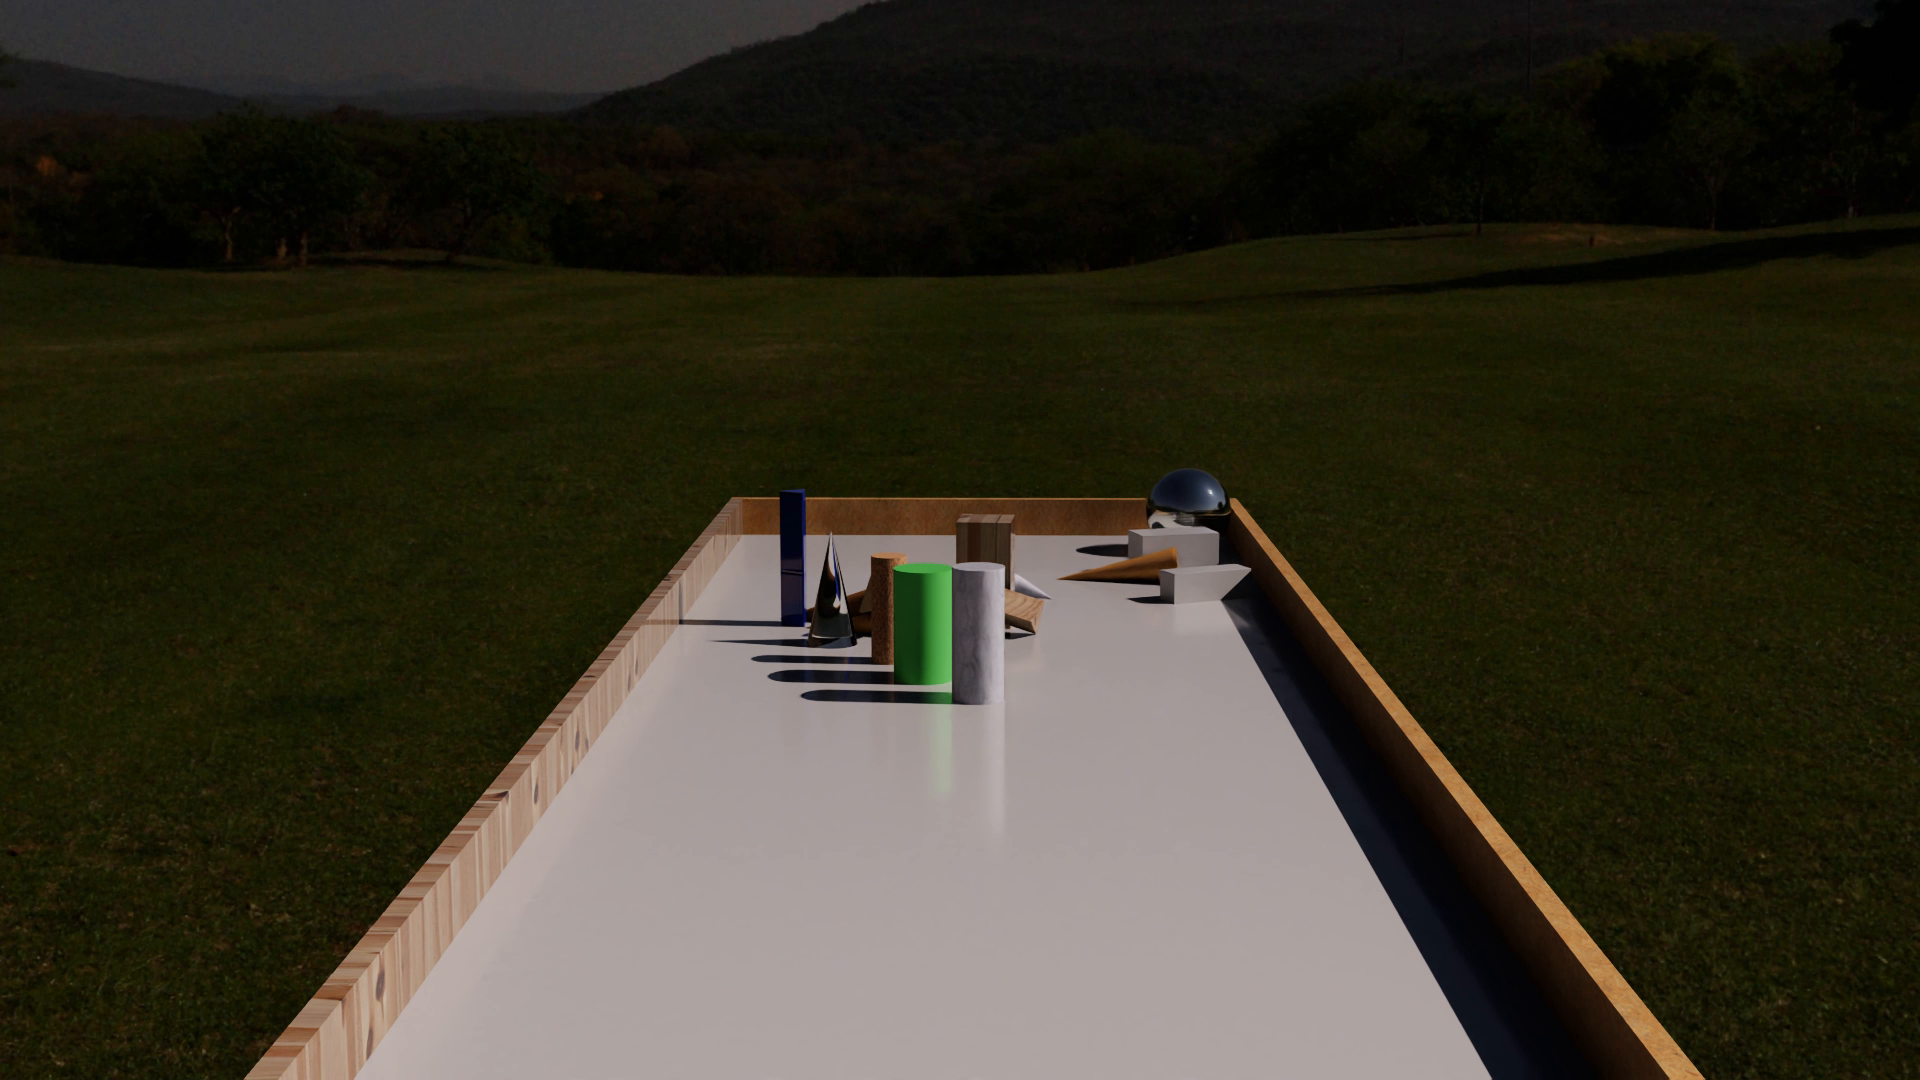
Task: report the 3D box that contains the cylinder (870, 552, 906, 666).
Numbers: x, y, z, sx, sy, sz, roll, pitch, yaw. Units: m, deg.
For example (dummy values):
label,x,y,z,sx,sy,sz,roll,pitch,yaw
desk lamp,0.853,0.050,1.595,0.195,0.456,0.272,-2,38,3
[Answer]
label,x,y,z,sx,sy,sz,roll,pitch,yaw
cylinder,-0.214,0.208,6.658,0.108,0.326,0.108,0,9,0

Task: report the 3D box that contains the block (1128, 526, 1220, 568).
label,x,y,z,sx,sy,sz,roll,pitch,yaw
block,0.798,0.045,8.227,0.302,0.156,0.156,-2,9,-15

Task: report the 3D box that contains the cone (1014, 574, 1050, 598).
label,x,y,z,sx,sy,sz,roll,pitch,yaw
cone,0.177,0.155,7.755,0.324,0.176,0.176,19,15,17

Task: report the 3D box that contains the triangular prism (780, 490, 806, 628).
label,x,y,z,sx,sy,sz,roll,pitch,yaw
triangular prism,-0.530,0.057,7.228,0.091,0.445,0.079,5,11,31

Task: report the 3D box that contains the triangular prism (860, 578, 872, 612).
label,x,y,z,sx,sy,sz,roll,pitch,yaw
triangular prism,-0.231,0.174,7.205,0.126,0.109,0.417,-12,-5,10

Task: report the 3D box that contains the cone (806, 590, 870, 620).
label,x,y,z,sx,sy,sz,roll,pitch,yaw
cone,-0.450,0.241,7.301,0.328,0.118,0.118,-8,6,17

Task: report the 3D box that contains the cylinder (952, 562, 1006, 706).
label,x,y,z,sx,sy,sz,roll,pitch,yaw
cylinder,0.051,0.261,6.157,0.149,0.378,0.149,0,9,0

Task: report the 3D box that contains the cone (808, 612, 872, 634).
label,x,y,z,sx,sy,sz,roll,pitch,yaw
cone,-0.320,0.272,7.115,0.417,0.113,0.113,-5,7,23

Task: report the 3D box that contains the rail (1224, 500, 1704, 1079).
label,x,y,z,sx,sy,sz,roll,pitch,yaw
rail,1.046,0.843,3.208,0.050,0.150,12.000,0,9,1

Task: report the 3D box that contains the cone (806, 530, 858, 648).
label,x,y,z,sx,sy,sz,roll,pitch,yaw
cone,-0.404,0.148,6.918,0.161,0.362,0.161,0,9,0

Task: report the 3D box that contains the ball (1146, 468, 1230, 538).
label,x,y,z,sx,sy,sz,roll,pitch,yaw
ball,0.902,-0.118,8.686,0.334,0.334,0.334,0,9,0

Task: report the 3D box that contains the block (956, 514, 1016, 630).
label,x,y,z,sx,sy,sz,roll,pitch,yaw
block,0.085,0.102,7.242,0.178,0.350,0.178,1,9,6

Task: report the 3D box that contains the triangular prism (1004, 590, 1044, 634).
label,x,y,z,sx,sy,sz,roll,pitch,yaw
triangular prism,0.080,0.184,7.109,0.384,0.096,0.111,18,-16,16

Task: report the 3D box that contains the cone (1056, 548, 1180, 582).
label,x,y,z,sx,sy,sz,roll,pitch,yaw
cone,0.572,0.118,8.060,0.455,0.129,0.129,-7,8,9

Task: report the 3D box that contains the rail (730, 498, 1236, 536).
label,x,y,z,sx,sy,sz,roll,pitch,yaw
rail,0.099,-0.098,9.147,2.100,0.150,0.050,0,9,1

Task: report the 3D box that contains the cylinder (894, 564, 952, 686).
label,x,y,z,sx,sy,sz,roll,pitch,yaw
cylinder,-0.107,0.244,6.418,0.174,0.329,0.174,0,9,0

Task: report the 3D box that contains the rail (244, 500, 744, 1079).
label,x,y,z,sx,sy,sz,roll,pitch,yaw
rail,-1.004,0.839,3.234,0.050,0.150,12.000,0,9,1

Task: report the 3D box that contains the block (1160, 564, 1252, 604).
label,x,y,z,sx,sy,sz,roll,pitch,yaw
block,0.860,0.153,7.707,0.304,0.105,0.105,-4,10,-23
